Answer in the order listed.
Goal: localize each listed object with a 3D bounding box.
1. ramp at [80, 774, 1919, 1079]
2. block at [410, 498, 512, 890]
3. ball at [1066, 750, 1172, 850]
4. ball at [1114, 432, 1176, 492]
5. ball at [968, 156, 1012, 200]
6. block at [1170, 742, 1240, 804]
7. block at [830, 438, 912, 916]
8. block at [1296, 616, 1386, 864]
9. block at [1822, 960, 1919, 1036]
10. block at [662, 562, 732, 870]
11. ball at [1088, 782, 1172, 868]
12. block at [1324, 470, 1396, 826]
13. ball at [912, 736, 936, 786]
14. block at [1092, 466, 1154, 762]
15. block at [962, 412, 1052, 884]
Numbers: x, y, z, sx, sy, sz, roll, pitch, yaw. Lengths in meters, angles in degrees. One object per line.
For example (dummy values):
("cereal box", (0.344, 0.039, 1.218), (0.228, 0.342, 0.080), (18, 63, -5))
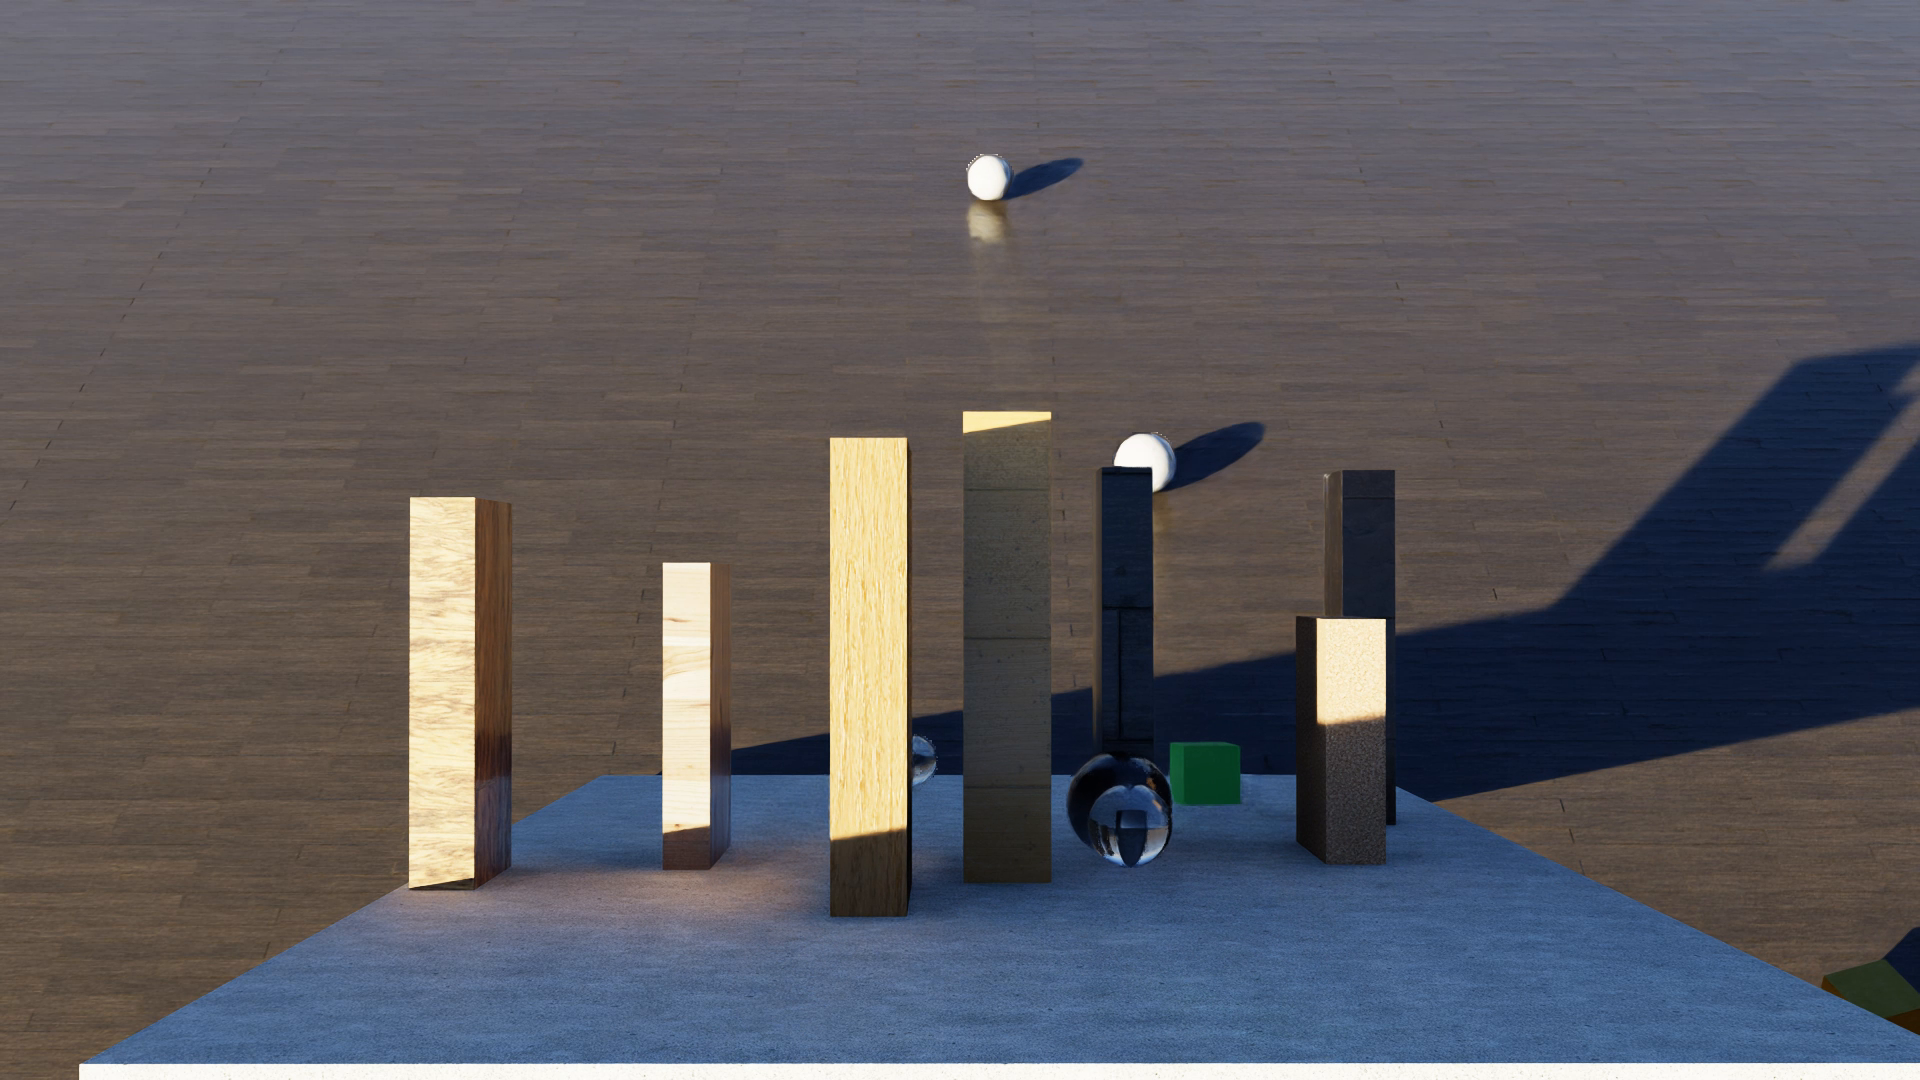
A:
("ramp", (0.072, 0.631, 4.730), (2.000, 0.100, 4.000), (0, -1, 0))
("block", (-0.850, 0.255, 4.434), (0.106, 0.644, 0.356), (0, -1, 0))
("ball", (0.293, 0.484, 4.759), (0.194, 0.194, 0.194), (0, 32, 0))
("ball", (0.575, -0.238, 8.049), (0.190, 0.190, 0.190), (0, 32, 0))
("ball", (0.114, -1.377, 9.868), (0.170, 0.170, 0.170), (0, 32, 0))
("block", (0.560, 0.533, 5.933), (0.131, 0.131, 0.131), (0, -1, -9))
("block", (-0.139, 0.211, 4.146), (0.116, 0.724, 0.449), (0, -1, 0))
("block", (0.707, 0.364, 4.834), (0.107, 0.438, 0.410), (0, -1, 0))
("block", (2.093, 1.098, 5.961), (0.167, 0.167, 0.167), (-11, 34, -17))
("block", (-0.480, 0.313, 4.761), (0.082, 0.538, 0.424), (0, -1, 0))
("ball", (0.301, 0.505, 4.589), (0.149, 0.149, 0.149), (0, 32, 0))
("block", (0.847, 0.224, 5.500), (0.109, 0.735, 0.263), (0, -1, 0))
("ball", (-0.119, 0.545, 6.407), (0.122, 0.122, 0.122), (0, 32, 0))
("block", (0.314, 0.225, 5.029), (0.096, 0.720, 0.339), (0, -1, 0))
("block", (0.079, 0.183, 4.568), (0.147, 0.791, 0.426), (0, -1, 0))
